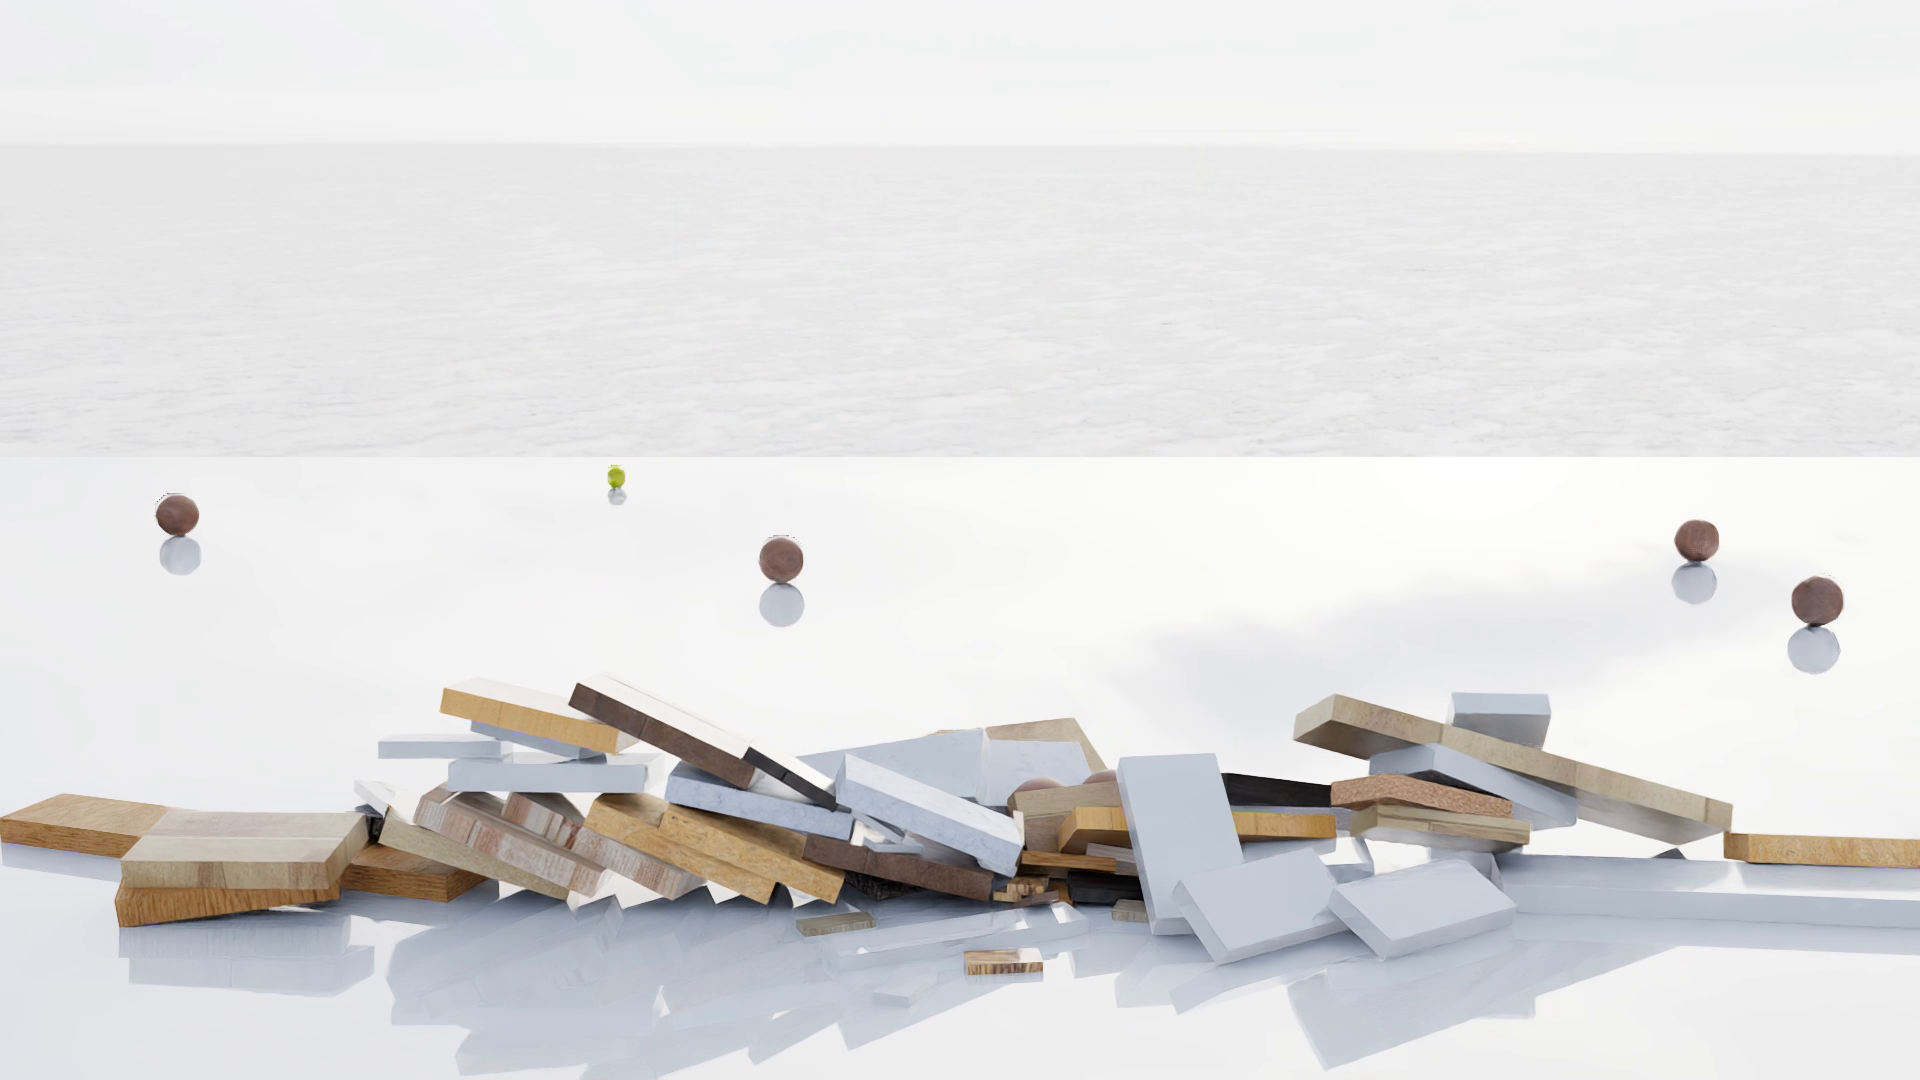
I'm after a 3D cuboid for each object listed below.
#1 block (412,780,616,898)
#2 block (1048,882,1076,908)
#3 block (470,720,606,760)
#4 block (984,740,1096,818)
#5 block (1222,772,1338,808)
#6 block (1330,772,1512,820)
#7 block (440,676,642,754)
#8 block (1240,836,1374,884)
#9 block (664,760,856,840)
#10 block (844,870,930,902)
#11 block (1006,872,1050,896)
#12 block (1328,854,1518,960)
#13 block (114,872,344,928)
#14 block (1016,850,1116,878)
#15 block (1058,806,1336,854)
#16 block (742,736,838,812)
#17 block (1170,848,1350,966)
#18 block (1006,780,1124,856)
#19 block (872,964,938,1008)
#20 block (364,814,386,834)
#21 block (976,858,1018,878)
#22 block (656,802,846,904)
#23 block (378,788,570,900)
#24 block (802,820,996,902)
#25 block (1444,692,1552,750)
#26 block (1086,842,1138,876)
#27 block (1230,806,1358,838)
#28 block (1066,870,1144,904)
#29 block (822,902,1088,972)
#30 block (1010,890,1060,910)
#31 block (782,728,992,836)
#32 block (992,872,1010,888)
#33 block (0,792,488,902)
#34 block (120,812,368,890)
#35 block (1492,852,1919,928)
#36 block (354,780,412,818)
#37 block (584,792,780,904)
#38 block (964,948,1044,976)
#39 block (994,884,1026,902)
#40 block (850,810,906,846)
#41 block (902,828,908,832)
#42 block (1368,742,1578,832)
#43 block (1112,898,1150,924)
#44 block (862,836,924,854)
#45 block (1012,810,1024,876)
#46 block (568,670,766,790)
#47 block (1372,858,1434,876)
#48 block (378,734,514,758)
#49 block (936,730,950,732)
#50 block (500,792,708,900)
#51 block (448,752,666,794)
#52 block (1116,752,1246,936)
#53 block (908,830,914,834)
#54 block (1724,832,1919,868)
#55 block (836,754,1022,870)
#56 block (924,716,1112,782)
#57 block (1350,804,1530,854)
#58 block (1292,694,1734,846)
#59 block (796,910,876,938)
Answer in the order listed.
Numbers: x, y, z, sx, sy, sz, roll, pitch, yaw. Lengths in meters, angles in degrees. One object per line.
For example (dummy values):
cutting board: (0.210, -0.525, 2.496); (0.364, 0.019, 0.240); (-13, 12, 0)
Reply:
block: (-0.728, 0.490, 3.637); (0.319, 0.045, 0.160); (23, 7, 2)
block: (0.168, 0.588, 3.638); (0.047, 0.013, 0.095); (4, 11, 9)
block: (-0.711, 0.328, 3.717); (0.205, 0.029, 0.103); (13, 5, 17)
block: (0.085, 0.441, 4.015); (0.327, 0.046, 0.163); (4, 40, -21)
block: (0.538, 0.458, 3.877); (0.329, 0.047, 0.165); (11, -18, -34)
block: (0.773, 0.441, 3.680); (0.278, 0.039, 0.139); (15, -20, -29)
block: (-0.699, 0.294, 3.702); (0.308, 0.044, 0.154); (12, 5, 8)
block: (0.546, 0.537, 3.649); (0.265, 0.037, 0.132); (-3, 10, 3)
block: (-0.325, 0.427, 3.656); (0.309, 0.044, 0.154); (12, 7, 1)
block: (-0.151, 0.557, 3.755); (0.116, 0.033, 0.232); (-7, 12, -32)
block: (0.113, 0.568, 3.632); (0.059, 0.017, 0.119); (3, 1, 6)
block: (0.734, 0.580, 3.486); (0.278, 0.039, 0.139); (-7, 33, -33)
block: (-1.191, 0.550, 3.611); (0.344, 0.049, 0.172); (-6, 20, -9)
block: (0.177, 0.547, 3.688); (0.158, 0.022, 0.079); (5, -22, -4)
block: (0.401, 0.501, 3.735); (0.450, 0.039, 0.138); (3, -26, -10)
block: (-0.271, 0.382, 3.597); (0.173, 0.024, 0.086); (31, 6, -2)
block: (0.481, 0.573, 3.455); (0.278, 0.039, 0.139); (-7, 48, -34)
block: (0.229, 0.495, 3.813); (0.275, 0.138, 0.039); (-4, -24, -21)
block: (-0.081, 0.659, 3.251); (0.058, 0.016, 0.115); (4, 11, 20)
block: (-0.962, 0.504, 3.865); (0.205, 0.029, 0.103); (11, -8, -38)
block: (0.052, 0.521, 3.636); (0.059, 0.017, 0.119); (21, 8, -15)
block: (-0.338, 0.502, 3.630); (0.309, 0.044, 0.154); (22, 7, -2)
block: (-0.801, 0.509, 3.675); (0.320, 0.045, 0.160); (20, 7, -12)
block: (-0.095, 0.523, 3.638); (0.309, 0.044, 0.154); (12, 7, 4)
block: (0.933, 0.397, 3.892); (0.165, 0.329, 0.047); (1, 45, 3)
block: (0.296, 0.545, 3.706); (0.158, 0.022, 0.079); (7, -23, 15)
block: (0.547, 0.498, 3.853); (0.275, 0.039, 0.138); (2, -17, -8)
block: (0.258, 0.577, 3.636); (0.158, 0.022, 0.079); (5, 11, -3)
block: (-0.005, 0.620, 3.443); (0.417, 0.024, 0.086); (-4, 11, -23)
block: (0.120, 0.584, 3.545); (0.047, 0.013, 0.095); (-5, -17, -23)
block: (-0.160, 0.440, 3.904); (0.422, 0.049, 0.172); (-10, 36, 15)
block: (0.069, 0.573, 3.726); (0.094, 0.013, 0.047); (-4, 11, -20)
block: (-1.254, 0.533, 3.850); (0.927, 0.045, 0.160); (4, 11, 20)
block: (-1.164, 0.505, 3.587); (0.344, 0.049, 0.172); (-1, 20, 7)
block: (1.364, 0.578, 3.605); (0.946, 0.046, 0.163); (1, 11, 7)
block: (-1.037, 0.473, 4.011); (0.080, 0.023, 0.412); (9, -3, -23)
block: (-0.449, 0.501, 3.660); (0.327, 0.046, 0.163); (23, 7, 3)
block: (0.066, 0.641, 3.347); (0.115, 0.016, 0.058); (-1, 11, -7)
block: (0.092, 0.582, 3.629); (0.047, 0.013, 0.095); (4, 1, 19)
block: (-0.134, 0.462, 3.588); (0.094, 0.013, 0.047); (32, 7, -1)
block: (-0.074, 0.522, 3.955); (0.102, 0.029, 0.411); (-5, 11, -23)
block: (0.878, 0.429, 3.763); (0.327, 0.046, 0.163); (22, -23, -25)
block: (0.308, 0.603, 3.556); (0.115, 0.016, 0.058); (3, 11, 15)
block: (-0.109, 0.497, 3.589); (0.091, 0.013, 0.045); (8, 8, -32)
block: (0.092, 0.509, 3.700); (0.017, 0.059, 0.119); (13, 19, -4)
block: (-0.476, 0.314, 3.661); (0.328, 0.044, 0.154); (24, 7, 6)
block: (0.693, 0.571, 3.668); (0.265, 0.037, 0.132); (0, 11, 1)
block: (-0.868, 0.349, 3.716); (0.205, 0.029, 0.103); (0, 1, 0)
block: (-0.019, 0.428, 4.464); (0.102, 0.029, 0.204); (2, 11, 13)
block: (-0.584, 0.496, 3.669); (0.327, 0.046, 0.163); (24, 7, 12)
block: (-0.671, 0.387, 3.679); (0.327, 0.046, 0.163); (0, 1, 4)
block: (0.367, 0.492, 3.588); (0.165, 0.047, 0.329); (-2, 45, -9)
block: (-0.005, 0.506, 3.752); (0.159, 0.023, 0.080); (5, 13, 8)
block: (1.489, 0.528, 3.744); (0.327, 0.046, 0.163); (1, -6, 5)
block: (-0.053, 0.446, 3.617); (0.308, 0.044, 0.154); (22, 7, -7)
block: (0.105, 0.420, 4.134); (0.327, 0.046, 0.163); (-4, 41, -29)
block: (0.803, 0.486, 3.686); (0.265, 0.037, 0.132); (7, -17, -8)
block: (0.950, 0.399, 3.778); (0.746, 0.046, 0.163); (16, -21, -10)
block: (-0.198, 0.613, 3.511); (0.119, 0.013, 0.045); (-4, 11, -21)
